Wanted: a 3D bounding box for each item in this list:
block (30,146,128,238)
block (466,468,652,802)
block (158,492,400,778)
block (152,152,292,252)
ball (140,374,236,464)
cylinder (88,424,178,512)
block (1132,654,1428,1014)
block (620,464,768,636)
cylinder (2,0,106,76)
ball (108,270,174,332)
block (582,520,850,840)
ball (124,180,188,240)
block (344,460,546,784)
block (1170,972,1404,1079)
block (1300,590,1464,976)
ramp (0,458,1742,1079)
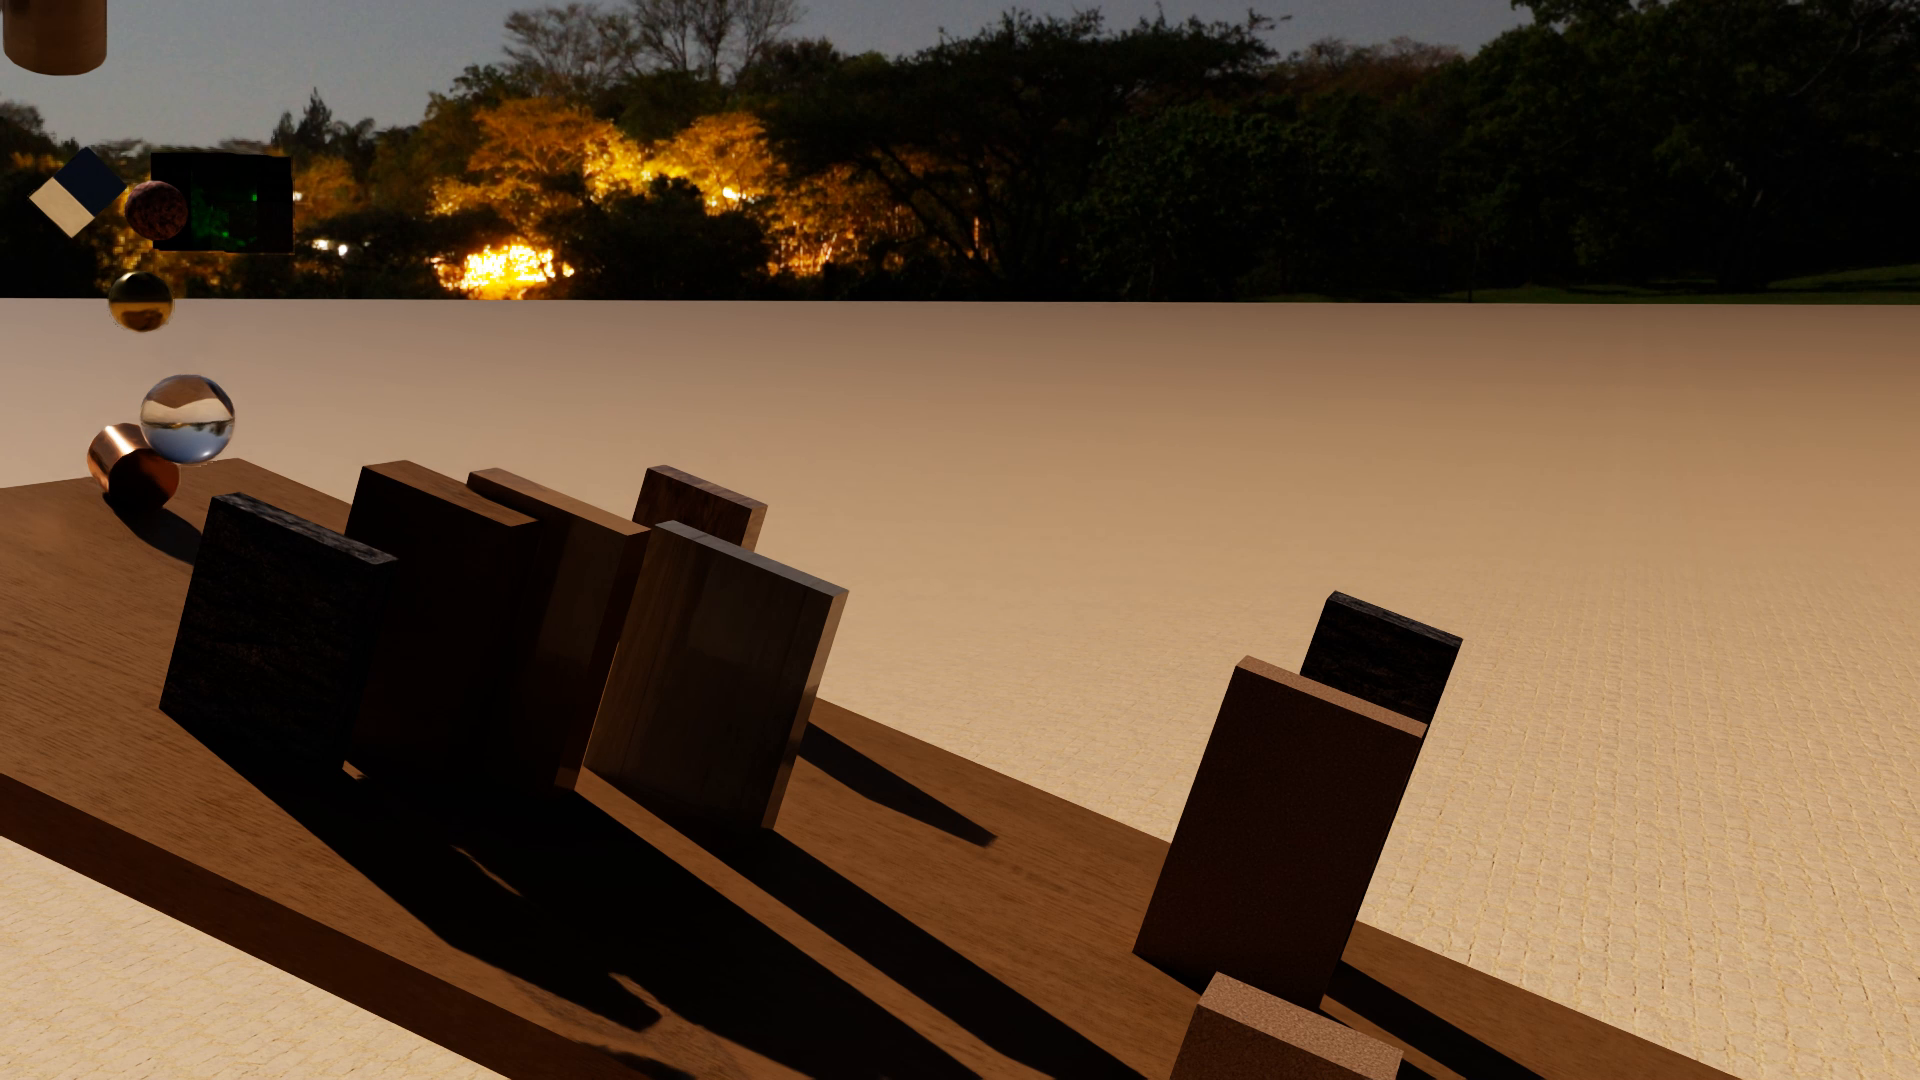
[{"bbox_3d":[-1.783,-0.703,4.448,0.110,0.110,0.110,-22,30,41],"label":"block"},{"bbox_3d":[-0.820,0.176,4.125,0.335,0.534,0.104,21,12,14],"label":"block"},{"bbox_3d":[-1.209,0.167,3.897,0.338,0.406,0.083,21,12,14],"label":"block"},{"bbox_3d":[-1.577,-0.720,4.703,0.204,0.204,0.204,7,9,36],"label":"block"},{"bbox_3d":[-1.721,-0.269,4.900,0.203,0.203,0.203,0,7,0],"label":"ball"},{"bbox_3d":[-1.876,-0.164,4.988,0.157,0.157,0.157,-5,26,-37],"label":"cylinder"},{"bbox_3d":[0.614,0.579,4.248,0.369,0.611,0.127,21,12,14],"label":"block"},{"bbox_3d":[-0.650,0.066,5.170,0.276,0.411,0.099,21,12,14],"label":"block"},{"bbox_3d":[-1.760,-1.035,4.275,0.189,0.189,0.189,11,40,-9],"label":"cylinder"},{"bbox_3d":[-1.667,-0.485,4.477,0.124,0.124,0.124,0,7,0],"label":"ball"},{"bbox_3d":[-0.477,0.270,4.270,0.387,0.509,0.087,21,12,14],"label":"block"},{"bbox_3d":[-1.608,-0.659,4.401,0.119,0.119,0.119,0,7,0],"label":"ball"},{"bbox_3d":[-0.995,0.148,4.063,0.313,0.505,0.148,21,12,14],"label":"block"},{"bbox_3d":[0.403,0.870,3.064,0.278,0.430,0.146,21,12,14],"label":"block"},{"bbox_3d":[0.771,0.501,4.534,0.277,0.735,0.123,21,12,14],"label":"block"},{"bbox_3d":[-0.348,0.651,4.220,4.000,0.100,2.000,21,12,14],"label":"ramp"}]
